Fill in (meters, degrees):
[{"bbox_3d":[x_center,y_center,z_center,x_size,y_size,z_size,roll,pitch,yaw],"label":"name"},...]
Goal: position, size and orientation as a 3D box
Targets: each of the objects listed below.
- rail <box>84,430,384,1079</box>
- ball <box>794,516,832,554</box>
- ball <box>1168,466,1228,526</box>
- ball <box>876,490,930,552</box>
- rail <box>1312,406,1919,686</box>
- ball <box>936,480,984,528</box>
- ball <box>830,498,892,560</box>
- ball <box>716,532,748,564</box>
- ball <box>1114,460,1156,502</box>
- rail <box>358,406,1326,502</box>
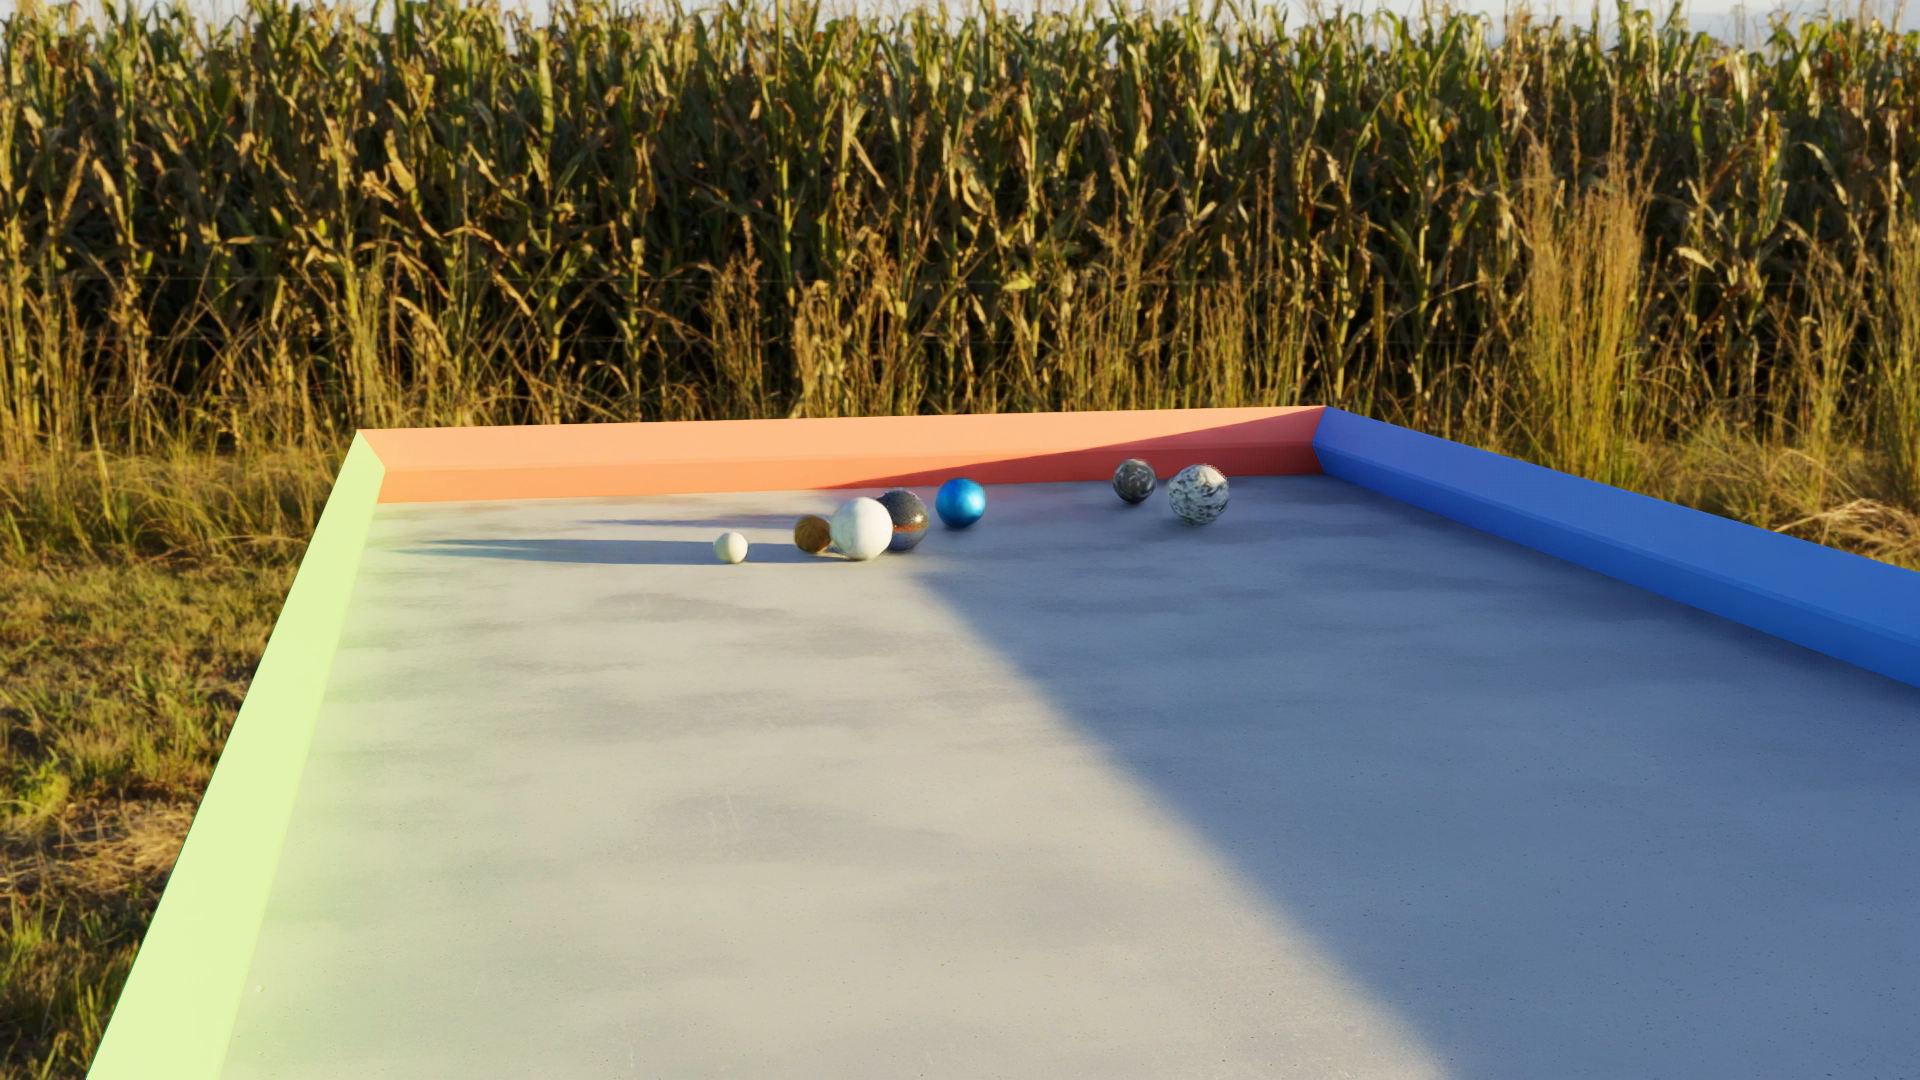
[{"bbox_3d":[-0.670,0.135,2.253,0.045,0.127,3.195,-2,10,-12],"label":"rail"},{"bbox_3d":[-0.220,-0.008,3.305,0.057,0.057,0.057,0,10,0],"label":"ball"},{"bbox_3d":[0.386,-0.073,3.564,0.097,0.097,0.097,0,10,0],"label":"ball"},{"bbox_3d":[-0.092,-0.029,3.324,0.093,0.093,0.093,0,10,0],"label":"ball"},{"bbox_3d":[1.013,0.073,2.618,0.045,0.127,3.195,-2,10,-12],"label":"rail"},{"bbox_3d":[0.000,-0.058,3.533,0.080,0.080,0.080,0,10,0],"label":"ball"},{"bbox_3d":[-0.146,-0.016,3.247,0.093,0.093,0.093,0,10,0],"label":"ball"},{"bbox_3d":[-0.335,0.011,3.224,0.046,0.046,0.046,0,10,0],"label":"ball"},{"bbox_3d":[0.302,-0.101,3.800,0.074,0.074,0.074,0,10,0],"label":"ball"},{"bbox_3d":[-0.167,-0.154,3.951,1.770,0.127,0.045,-2,10,-12],"label":"rail"}]
